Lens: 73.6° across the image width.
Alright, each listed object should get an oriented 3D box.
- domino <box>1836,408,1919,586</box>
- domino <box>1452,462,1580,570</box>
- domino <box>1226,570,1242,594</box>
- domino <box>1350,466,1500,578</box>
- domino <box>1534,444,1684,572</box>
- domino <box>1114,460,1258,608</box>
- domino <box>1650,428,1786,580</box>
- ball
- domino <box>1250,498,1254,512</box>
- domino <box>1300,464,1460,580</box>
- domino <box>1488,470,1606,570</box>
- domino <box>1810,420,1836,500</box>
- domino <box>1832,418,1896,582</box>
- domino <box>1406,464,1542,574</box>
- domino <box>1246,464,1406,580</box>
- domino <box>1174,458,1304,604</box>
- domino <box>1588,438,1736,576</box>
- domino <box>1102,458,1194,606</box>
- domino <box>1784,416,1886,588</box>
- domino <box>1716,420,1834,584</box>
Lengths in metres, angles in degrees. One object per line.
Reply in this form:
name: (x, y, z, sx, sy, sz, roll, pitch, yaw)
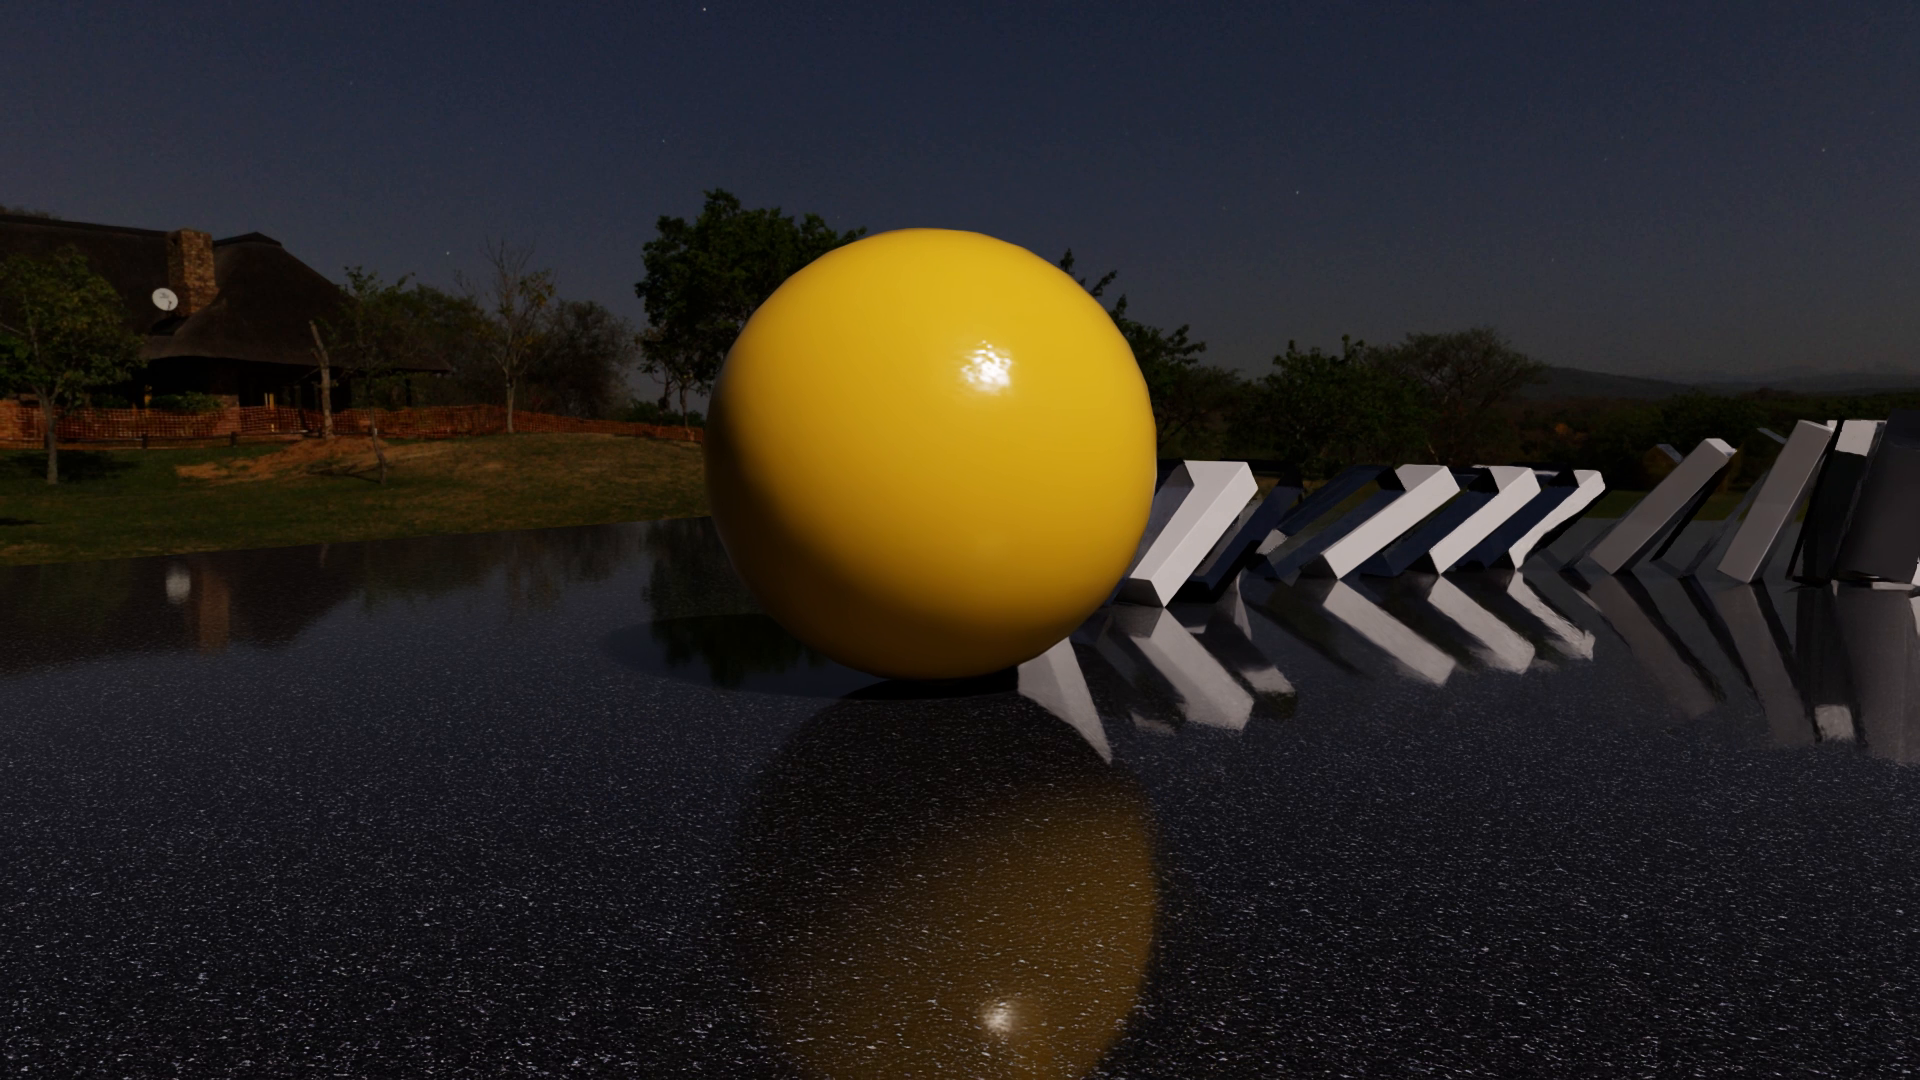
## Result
domino: (0.282, -0.013, 0.379, 0.010, 0.050, 0.025, 12, 8, -14)
domino: (0.186, -0.009, 0.442, 0.050, 0.009, 0.025, -36, 18, -18)
domino: (0.073, -0.003, 0.386, 0.025, 0.010, 0.050, 1, 36, 18)
domino: (0.151, -0.007, 0.426, 0.050, 0.009, 0.025, -35, 16, -16)
domino: (0.217, -0.011, 0.427, 0.025, 0.050, 0.009, -6, 51, -53)
domino: (0.058, -0.003, 0.353, 0.025, 0.010, 0.050, 6, 44, 48)
domino: (0.240, -0.011, 0.404, 0.009, 0.050, 0.025, 42, 28, 30)
ball: (-0.005, -0.015, 0.229, 0.080, 0.080, 0.080, 0, 4, 0)
domino: (0.082, -0.005, 0.425, 0.025, 0.010, 0.050, 1, 31, 19)
domino: (0.134, -0.006, 0.416, 0.050, 0.009, 0.025, -35, 10, -7)
domino: (0.200, -0.008, 0.451, 0.050, 0.009, 0.025, -34, 17, -19)
domino: (0.291, -0.014, 0.414, 0.025, 0.050, 0.009, 1, 4, 12)
domino: (0.286, -0.012, 0.397, 0.025, 0.050, 0.010, 2, 3, 20)
domino: (0.168, -0.008, 0.434, 0.050, 0.009, 0.025, -35, 17, -16)
domino: (0.116, -0.006, 0.415, 0.050, 0.009, 0.025, -34, 9, -6)
domino: (0.073, -0.004, 0.361, 0.025, 0.009, 0.050, 8, 45, 47)
domino: (0.228, -0.011, 0.415, 0.025, 0.050, 0.010, -5, 47, -50)
domino: (0.041, -0.003, 0.349, 0.025, 0.009, 0.050, 0, 40, 44)
domino: (0.262, -0.012, 0.385, 0.009, 0.050, 0.025, 21, 16, 37)
domino: (0.251, -0.012, 0.394, 0.010, 0.050, 0.025, 32, 23, 34)
